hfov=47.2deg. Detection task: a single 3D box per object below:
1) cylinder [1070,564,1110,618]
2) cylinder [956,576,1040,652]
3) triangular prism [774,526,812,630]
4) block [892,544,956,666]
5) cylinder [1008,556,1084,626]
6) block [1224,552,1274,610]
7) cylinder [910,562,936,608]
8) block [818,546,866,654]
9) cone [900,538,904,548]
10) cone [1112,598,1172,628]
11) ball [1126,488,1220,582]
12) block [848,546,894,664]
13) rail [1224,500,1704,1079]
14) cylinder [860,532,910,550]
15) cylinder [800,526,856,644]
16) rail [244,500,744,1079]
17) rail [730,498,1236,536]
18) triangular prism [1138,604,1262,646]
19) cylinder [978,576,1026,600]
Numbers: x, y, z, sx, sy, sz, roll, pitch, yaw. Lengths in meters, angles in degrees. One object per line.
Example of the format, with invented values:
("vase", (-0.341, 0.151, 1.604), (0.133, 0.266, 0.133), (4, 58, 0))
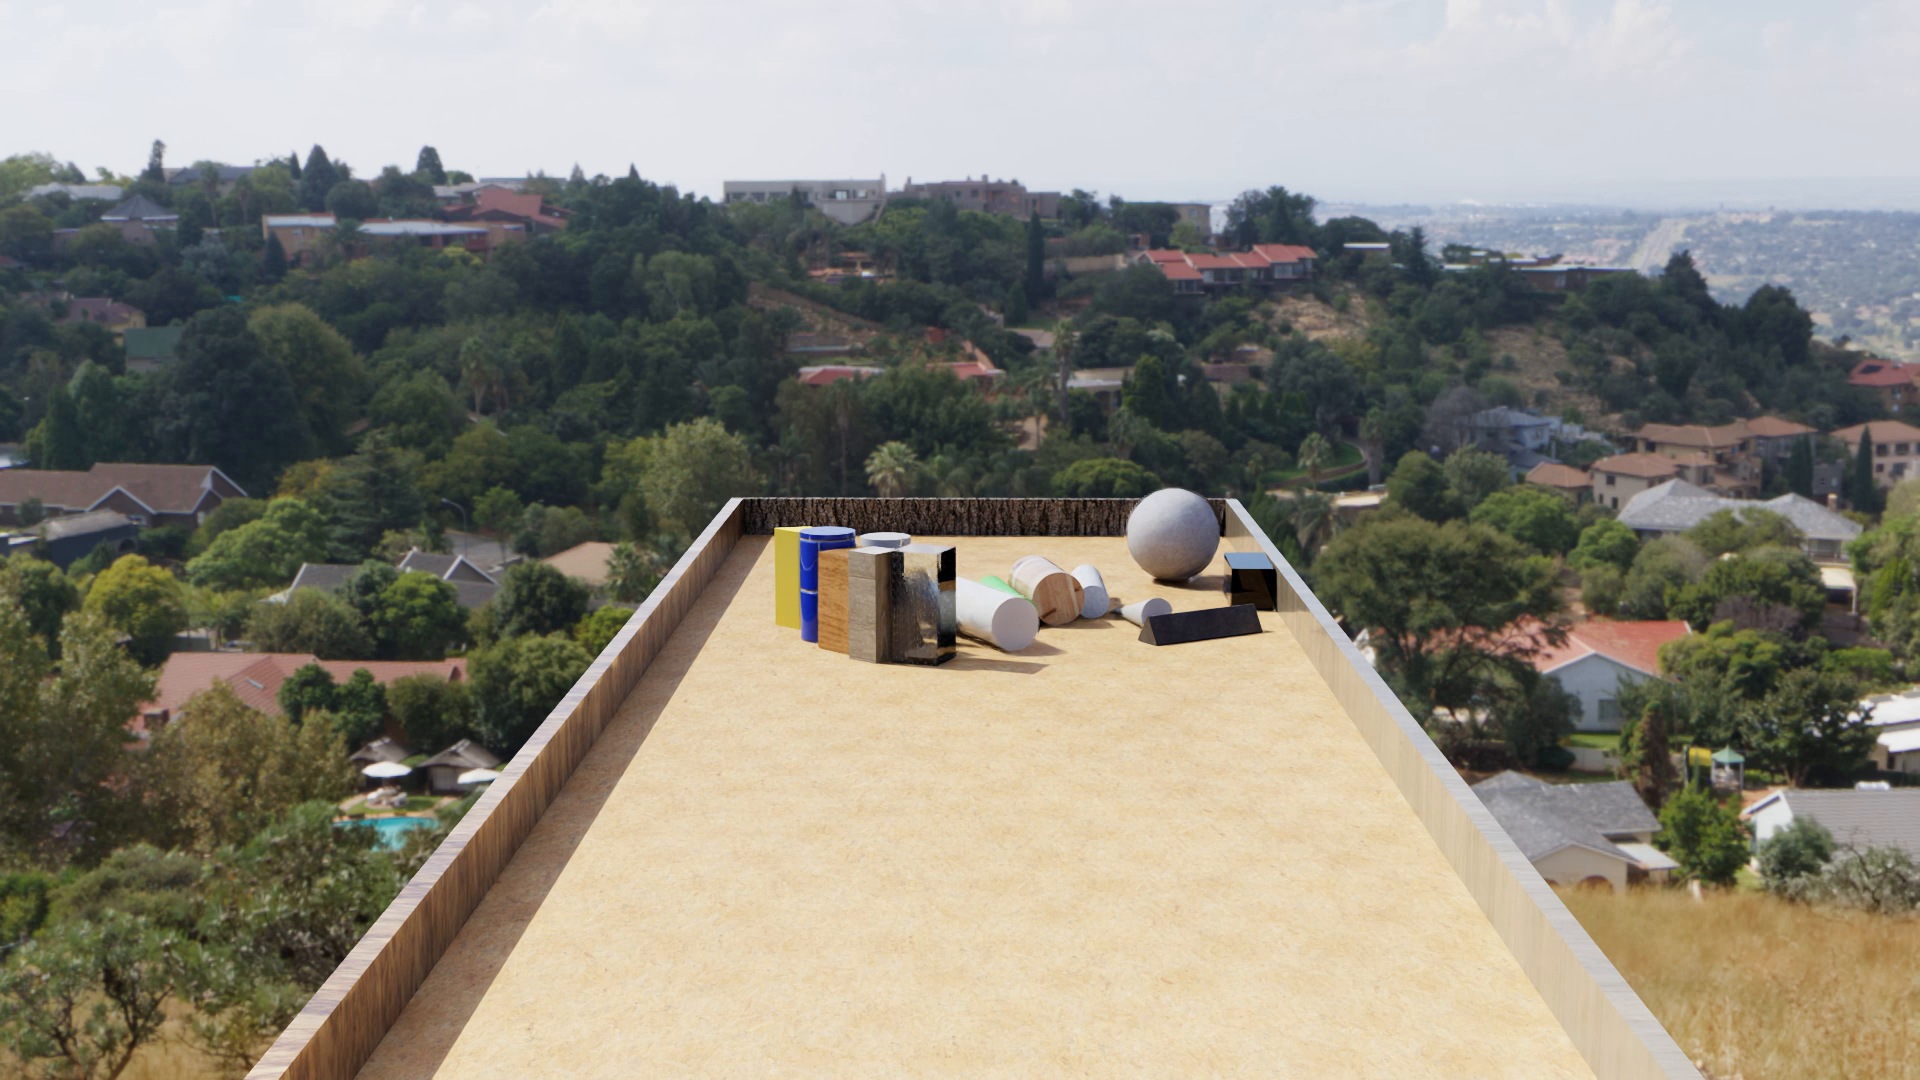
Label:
("cylinder", (0.442, 0.175, 7.544), (0.113, 0.113, 0.412), (0, 9, 0))
("cylinder", (0.069, 0.230, 7.016), (0.169, 0.169, 0.450), (-5, 10, -27))
("triangular prism", (-0.526, 0.121, 7.223), (0.107, 0.321, 0.124), (-9, 13, -44))
("block", (-0.110, 0.196, 6.681), (0.149, 0.342, 0.149), (4, 10, 22))
("cylinder", (0.287, 0.167, 7.393), (0.177, 0.177, 0.357), (-2, 9, -12))
("block", (1.002, 0.142, 7.655), (0.143, 0.143, 0.340), (0, 9, 2))
("cylinder", (-0.193, 0.169, 7.499), (0.138, 0.138, 0.335), (3, 9, 16))
("block", (-0.319, 0.188, 6.849), (0.175, 0.304, 0.175), (-8, 12, -42))
("cone", (-0.182, 0.154, 6.958), (0.177, 0.338, 0.177), (0, 9, 0))
("cone", (0.573, 0.244, 7.292), (0.113, 0.113, 0.382), (-3, 1, -20))
("ball", (0.780, -0.019, 8.046), (0.339, 0.339, 0.339), (0, 9, 0))
("block", (-0.261, 0.197, 6.698), (0.111, 0.335, 0.111), (8, 12, 40))
("rail", (1.046, 0.843, 3.208), (0.050, 0.150, 12.000), (0, 9, 1))
("cylinder", (-0.243, 0.136, 7.189), (0.164, 0.301, 0.164), (0, 9, 0))
("cylinder", (-0.420, 0.142, 7.000), (0.177, 0.348, 0.177), (0, 9, 0))
("rail", (-1.004, 0.839, 3.234), (0.050, 0.150, 12.000), (0, 9, 1))
("rail", (0.099, -0.098, 9.147), (2.100, 0.150, 0.050), (0, 9, 1))
("triangular prism", (0.772, 0.266, 7.044), (0.423, 0.086, 0.099), (-5, 11, -31))
("cylinder", (0.148, 0.204, 7.400), (0.100, 0.100, 0.432), (-2, 9, -11))
